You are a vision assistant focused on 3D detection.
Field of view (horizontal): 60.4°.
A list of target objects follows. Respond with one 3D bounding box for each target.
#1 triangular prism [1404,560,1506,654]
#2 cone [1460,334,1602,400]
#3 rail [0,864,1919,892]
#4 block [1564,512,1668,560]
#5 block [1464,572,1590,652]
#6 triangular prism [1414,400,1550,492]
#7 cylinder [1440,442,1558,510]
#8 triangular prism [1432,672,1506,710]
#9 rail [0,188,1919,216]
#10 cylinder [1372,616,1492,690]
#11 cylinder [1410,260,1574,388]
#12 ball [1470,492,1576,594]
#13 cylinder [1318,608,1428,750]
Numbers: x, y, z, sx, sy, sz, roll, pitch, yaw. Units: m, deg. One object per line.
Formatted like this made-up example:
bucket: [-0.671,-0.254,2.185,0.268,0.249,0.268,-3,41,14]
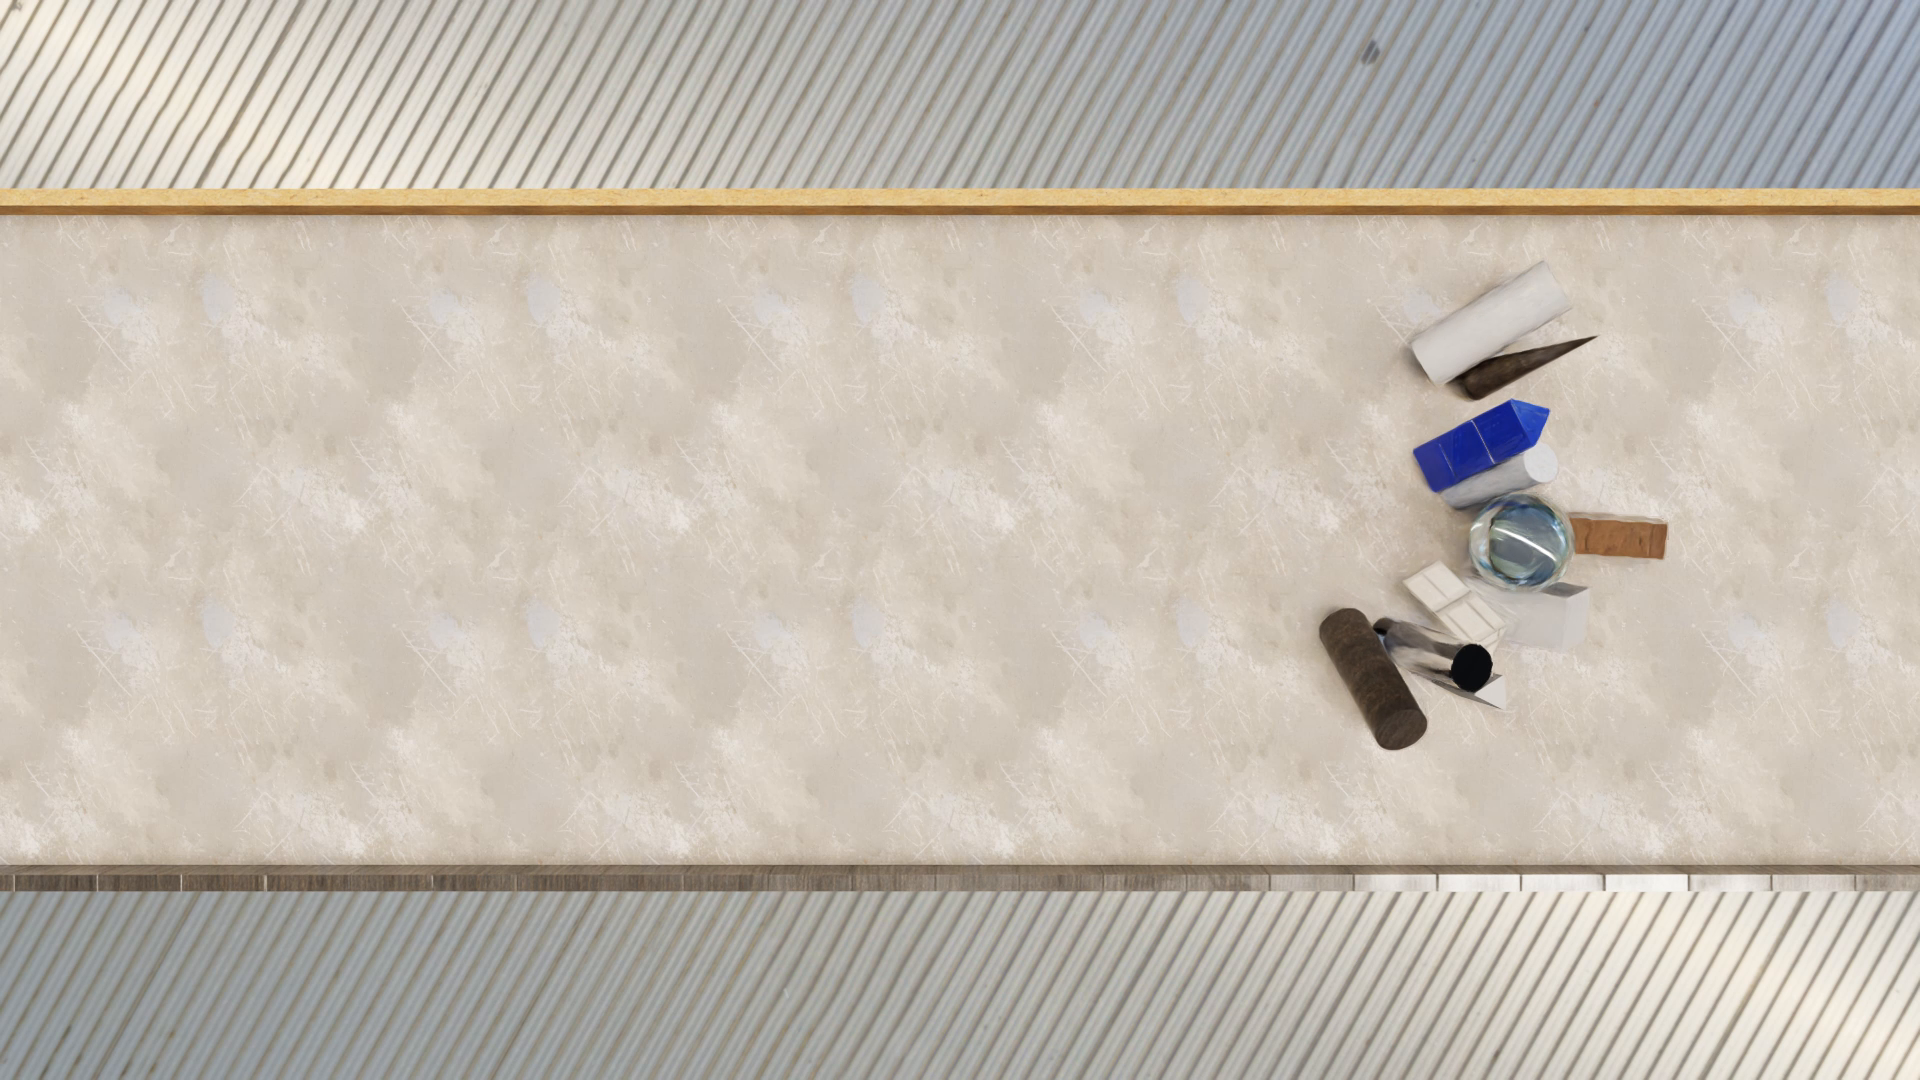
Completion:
triangular prism: [1.456,0.216,4.908,0.121,0.304,0.140,-7,133,-30]
cone: [1.702,-0.536,4.881,0.121,0.428,0.121,16,65,-38]
rail: [-2.247,1.025,5.001,12.000,0.150,0.050,0,90,0]
block: [1.877,-0.020,4.977,0.455,0.106,0.106,4,102,9]
block: [1.676,0.204,4.896,0.314,0.160,0.160,13,109,41]
triangular prism: [1.549,-0.290,4.866,0.126,0.418,0.146,-22,83,-31]
cylinder: [1.588,-0.187,4.877,0.118,0.383,0.118,4,78,-20]
triangular prism: [1.514,0.420,4.863,0.097,0.426,0.084,27,90,0]
rail: [-2.247,-1.025,5.002,12.000,0.150,0.050,0,90,0]
cylinder: [1.374,0.329,4.848,0.134,0.438,0.134,-3,99,-17]
cylinder: [1.579,-0.642,4.911,0.441,0.169,0.169,-32,90,23]
ball: [1.619,0.010,4.753,0.290,0.290,0.290,0,90,0]
cylinder: [1.209,0.403,4.848,0.154,0.460,0.154,-6,127,-8]
